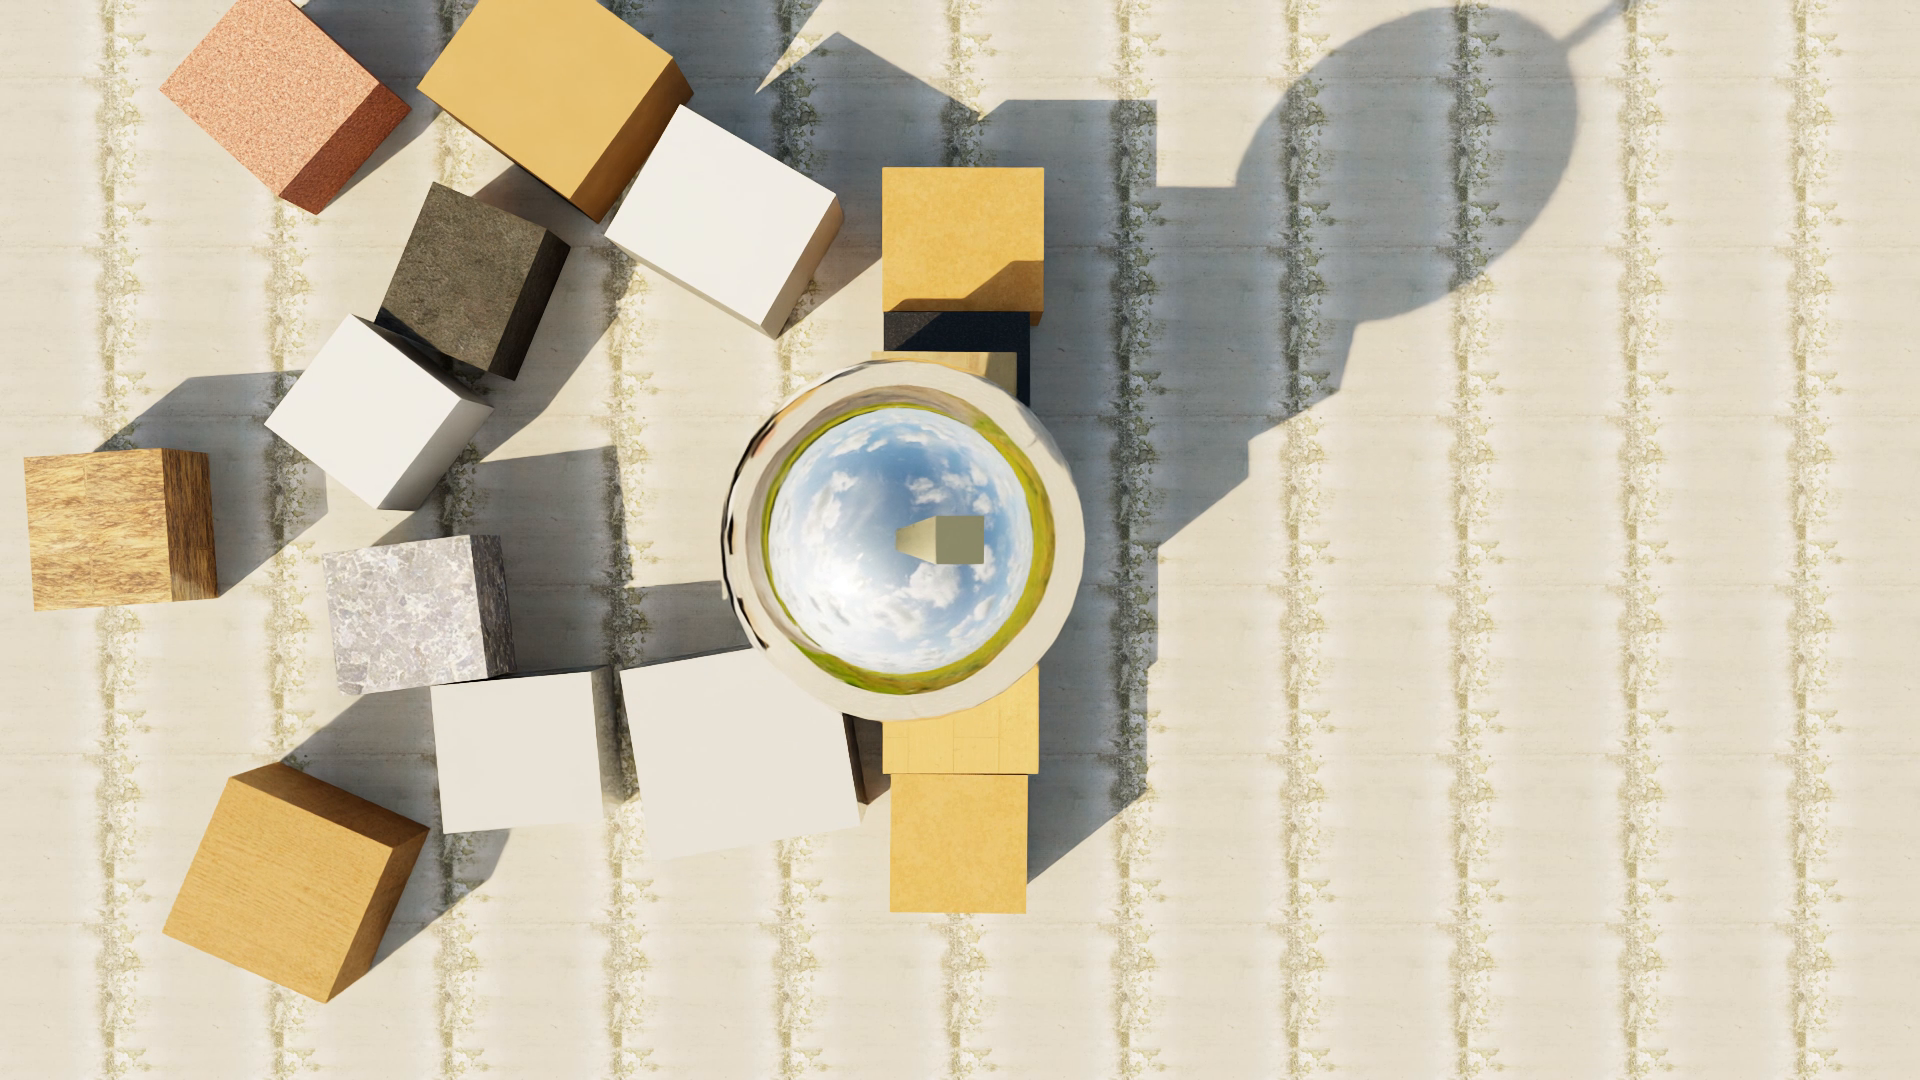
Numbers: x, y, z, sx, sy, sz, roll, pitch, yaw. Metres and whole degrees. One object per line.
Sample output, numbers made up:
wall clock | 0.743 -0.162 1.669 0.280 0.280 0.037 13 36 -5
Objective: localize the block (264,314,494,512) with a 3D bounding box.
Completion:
block | -3.290 -0.709 12.554 0.773 0.892 0.771 38 90 0

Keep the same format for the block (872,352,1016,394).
block | -0.084 -0.591 11.654 0.748 0.749 0.748 0 90 0

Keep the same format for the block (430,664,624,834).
block | -2.465 1.183 12.618 0.894 0.765 0.824 -5 90 0

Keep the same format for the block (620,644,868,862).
block | -1.206 1.145 12.538 1.163 0.924 1.061 -10 90 0

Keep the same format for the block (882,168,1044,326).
block | 0.017 -1.664 12.585 0.891 0.831 0.795 0 90 0

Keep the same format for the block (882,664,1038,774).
block | 0.003 0.901 12.562 0.855 0.877 0.773 0 90 0

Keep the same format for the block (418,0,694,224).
block | -2.272 -2.557 12.513 1.034 0.974 0.960 36 90 0

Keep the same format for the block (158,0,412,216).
block | -3.854 -2.532 12.630 0.894 0.741 0.850 42 90 0

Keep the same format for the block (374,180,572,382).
block | -2.781 -1.468 12.617 0.688 0.765 0.860 23 90 0

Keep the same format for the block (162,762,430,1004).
block | -3.768 1.935 12.566 0.985 0.868 0.938 24 90 0

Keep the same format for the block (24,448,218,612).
block | -4.797 -0.057 12.616 0.768 0.768 0.860 -4 90 0

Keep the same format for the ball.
ball | -0.250 0.000 9.613 1.600 1.600 1.600 0 90 0

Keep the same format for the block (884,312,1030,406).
block | -0.018 -0.785 12.515 0.802 0.970 0.926 0 90 0

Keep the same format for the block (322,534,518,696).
block | -3.079 0.420 12.593 0.828 0.814 0.801 -7 90 0

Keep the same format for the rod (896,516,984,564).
rod | -0.108 0.000 6.216 0.080 5.200 0.080 0 90 -2

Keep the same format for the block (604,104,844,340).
block | -1.314 -1.782 12.525 0.985 0.950 0.830 30 90 0

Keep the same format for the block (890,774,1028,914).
block | -0.007 1.675 12.563 0.753 0.874 0.764 1 90 0
